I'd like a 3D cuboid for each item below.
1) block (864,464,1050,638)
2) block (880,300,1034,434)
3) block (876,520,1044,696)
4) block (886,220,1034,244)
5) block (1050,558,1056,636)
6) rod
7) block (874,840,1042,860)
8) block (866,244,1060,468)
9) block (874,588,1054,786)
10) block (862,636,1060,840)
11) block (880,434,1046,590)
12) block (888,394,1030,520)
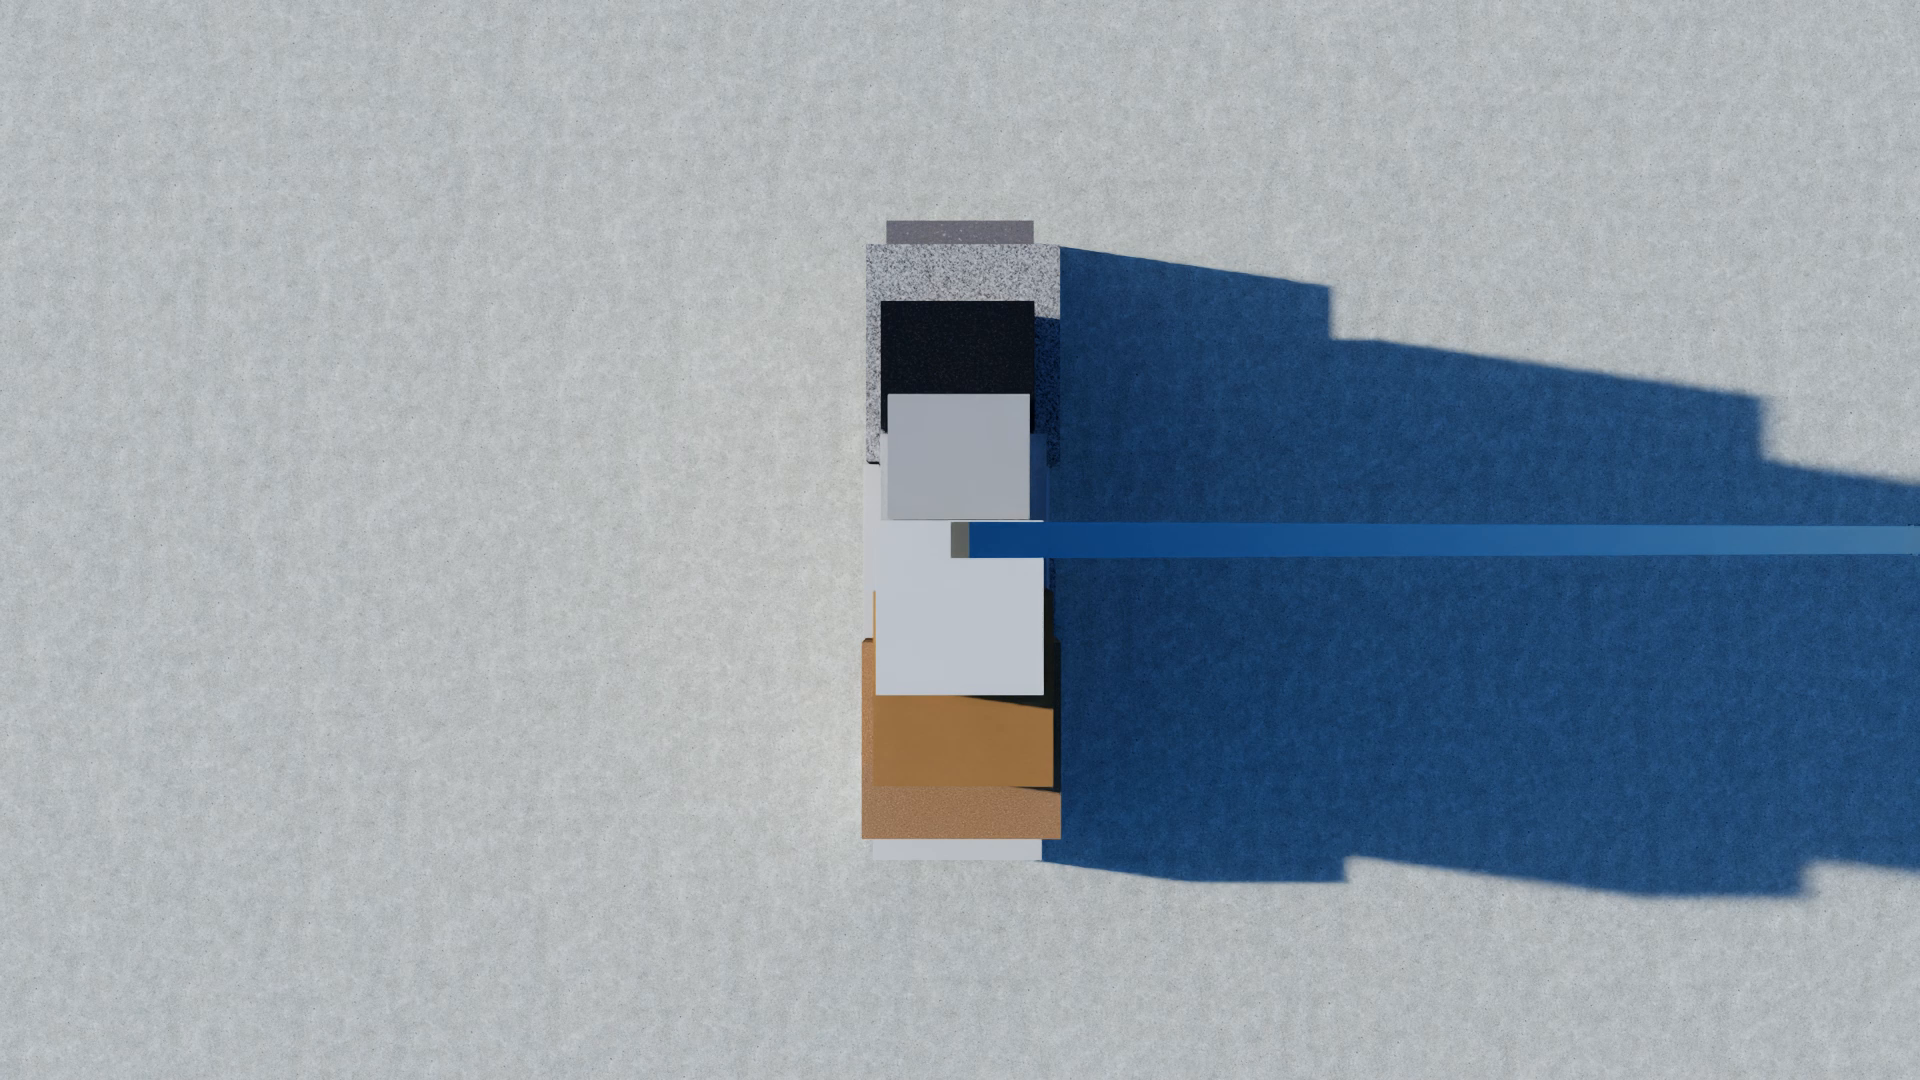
[{"bbox_3d":[-0.019,0.056,11.543,0.943,0.799,0.878,0,90,0],"label":"block"},{"bbox_3d":[-0.011,-0.820,10.635,0.722,0.658,0.604,0,90,0],"label":"block"},{"bbox_3d":[-0.001,0.289,9.695,0.715,0.643,0.744,0,90,0],"label":"block"},{"bbox_3d":[0.001,-1.353,12.572,0.813,0.855,0.822,0,90,0],"label":"block"},{"bbox_3d":[0.014,0.422,12.471,1.008,1.058,1.034,0,90,0],"label":"block"},{"bbox_3d":[2.234,0.000,6.155,5.200,0.080,0.080,0,90,-31],"label":"rod"},{"bbox_3d":[-0.014,1.356,12.562,0.928,0.876,0.816,0,90,0],"label":"block"},{"bbox_3d":[0.015,-0.934,11.517,0.968,1.105,1.082,0,90,0],"label":"block"},{"bbox_3d":[0.014,0.680,10.431,0.821,0.830,0.887,0,90,0],"label":"block"},{"bbox_3d":[0.006,0.990,11.394,0.983,1.096,0.969,0,90,0],"label":"block"},{"bbox_3d":[0.017,-0.136,10.642,0.778,0.654,0.734,0,91,0],"label":"block"},{"bbox_3d":[-0.006,-0.371,10.041,0.630,0.537,0.565,0,91,0],"label":"block"}]
